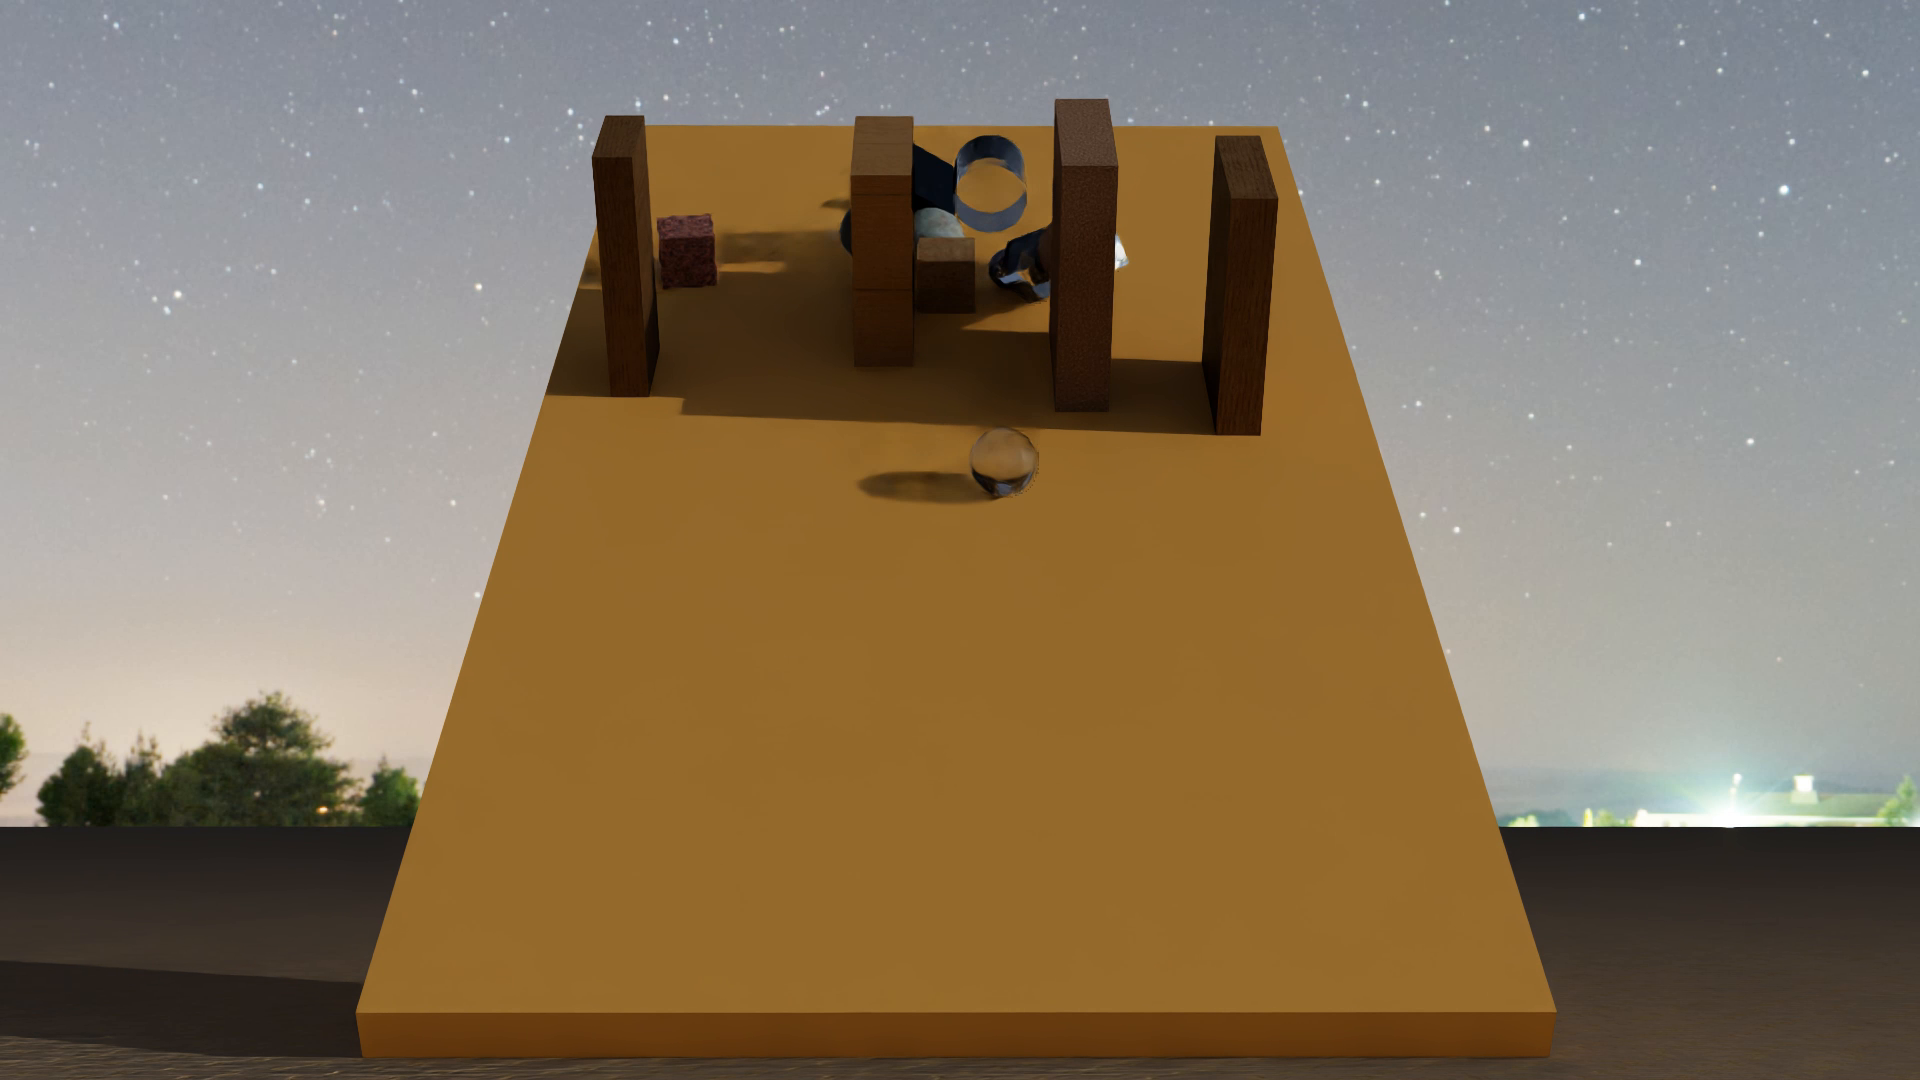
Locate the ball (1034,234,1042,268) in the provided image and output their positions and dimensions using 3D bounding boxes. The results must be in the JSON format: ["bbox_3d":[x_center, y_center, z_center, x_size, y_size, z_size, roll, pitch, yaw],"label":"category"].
[{"bbox_3d":[0.257,-0.775,6.512,0.119,0.119,0.119,0,-7,0],"label":"ball"}]

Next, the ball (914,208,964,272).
[{"bbox_3d":[-0.076,-0.798,6.491,0.179,0.179,0.179,0,-7,0],"label":"ball"}]

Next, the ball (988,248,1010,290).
[{"bbox_3d":[0.130,-0.720,6.449,0.108,0.108,0.108,0,-7,0],"label":"ball"}]

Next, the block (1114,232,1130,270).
[{"bbox_3d":[0.338,-0.755,6.411,0.130,0.130,0.130,-25,5,-32],"label":"block"}]

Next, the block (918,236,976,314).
[{"bbox_3d":[-0.035,-0.693,6.362,0.151,0.151,0.151,0,31,0],"label":"block"}]

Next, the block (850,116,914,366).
[{"bbox_3d":[-0.191,-0.752,6.107,0.147,0.513,0.386,0,31,0],"label":"block"}]

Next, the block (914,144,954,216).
[{"bbox_3d":[-0.131,-0.941,6.588,0.166,0.166,0.166,25,-39,-34],"label":"block"}]

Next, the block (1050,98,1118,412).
[{"bbox_3d":[0.295,-0.691,5.889,0.129,0.635,0.426,0,31,0],"label":"block"}]

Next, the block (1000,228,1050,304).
[{"bbox_3d":[0.198,-0.713,6.332,0.122,0.122,0.122,-16,-40,41],"label":"block"}]

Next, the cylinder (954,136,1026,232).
[{"bbox_3d":[0.076,-0.902,6.155,0.184,0.184,0.184,0,33,0],"label":"cylinder"}]

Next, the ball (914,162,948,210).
[{"bbox_3d":[-0.100,-1.005,6.897,0.134,0.134,0.134,0,-7,0],"label":"ball"}]

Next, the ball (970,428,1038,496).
[{"bbox_3d":[0.098,-0.178,5.501,0.154,0.154,0.154,0,-7,0],"label":"ball"}]

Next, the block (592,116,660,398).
[{"bbox_3d":[-0.805,-0.684,5.881,0.093,0.624,0.266,0,31,0],"label":"block"}]

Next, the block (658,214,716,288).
[{"bbox_3d":[-0.730,-0.771,6.493,0.144,0.144,0.144,-4,31,-7],"label":"block"}]

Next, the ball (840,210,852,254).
[{"bbox_3d":[-0.240,-0.809,6.386,0.152,0.152,0.152,0,-7,0],"label":"ball"}]

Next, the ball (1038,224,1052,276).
[{"bbox_3d":[0.284,-0.739,6.209,0.172,0.172,0.172,0,-7,0],"label":"ball"}]

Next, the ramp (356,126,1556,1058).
[{"bbox_3d":[-0.014,-0.201,5.786,2.000,0.100,4.000,0,31,0],"label":"ramp"}]

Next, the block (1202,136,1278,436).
[{"bbox_3d":[0.661,-0.605,5.779,0.106,0.605,0.380,0,31,0],"label":"block"}]
